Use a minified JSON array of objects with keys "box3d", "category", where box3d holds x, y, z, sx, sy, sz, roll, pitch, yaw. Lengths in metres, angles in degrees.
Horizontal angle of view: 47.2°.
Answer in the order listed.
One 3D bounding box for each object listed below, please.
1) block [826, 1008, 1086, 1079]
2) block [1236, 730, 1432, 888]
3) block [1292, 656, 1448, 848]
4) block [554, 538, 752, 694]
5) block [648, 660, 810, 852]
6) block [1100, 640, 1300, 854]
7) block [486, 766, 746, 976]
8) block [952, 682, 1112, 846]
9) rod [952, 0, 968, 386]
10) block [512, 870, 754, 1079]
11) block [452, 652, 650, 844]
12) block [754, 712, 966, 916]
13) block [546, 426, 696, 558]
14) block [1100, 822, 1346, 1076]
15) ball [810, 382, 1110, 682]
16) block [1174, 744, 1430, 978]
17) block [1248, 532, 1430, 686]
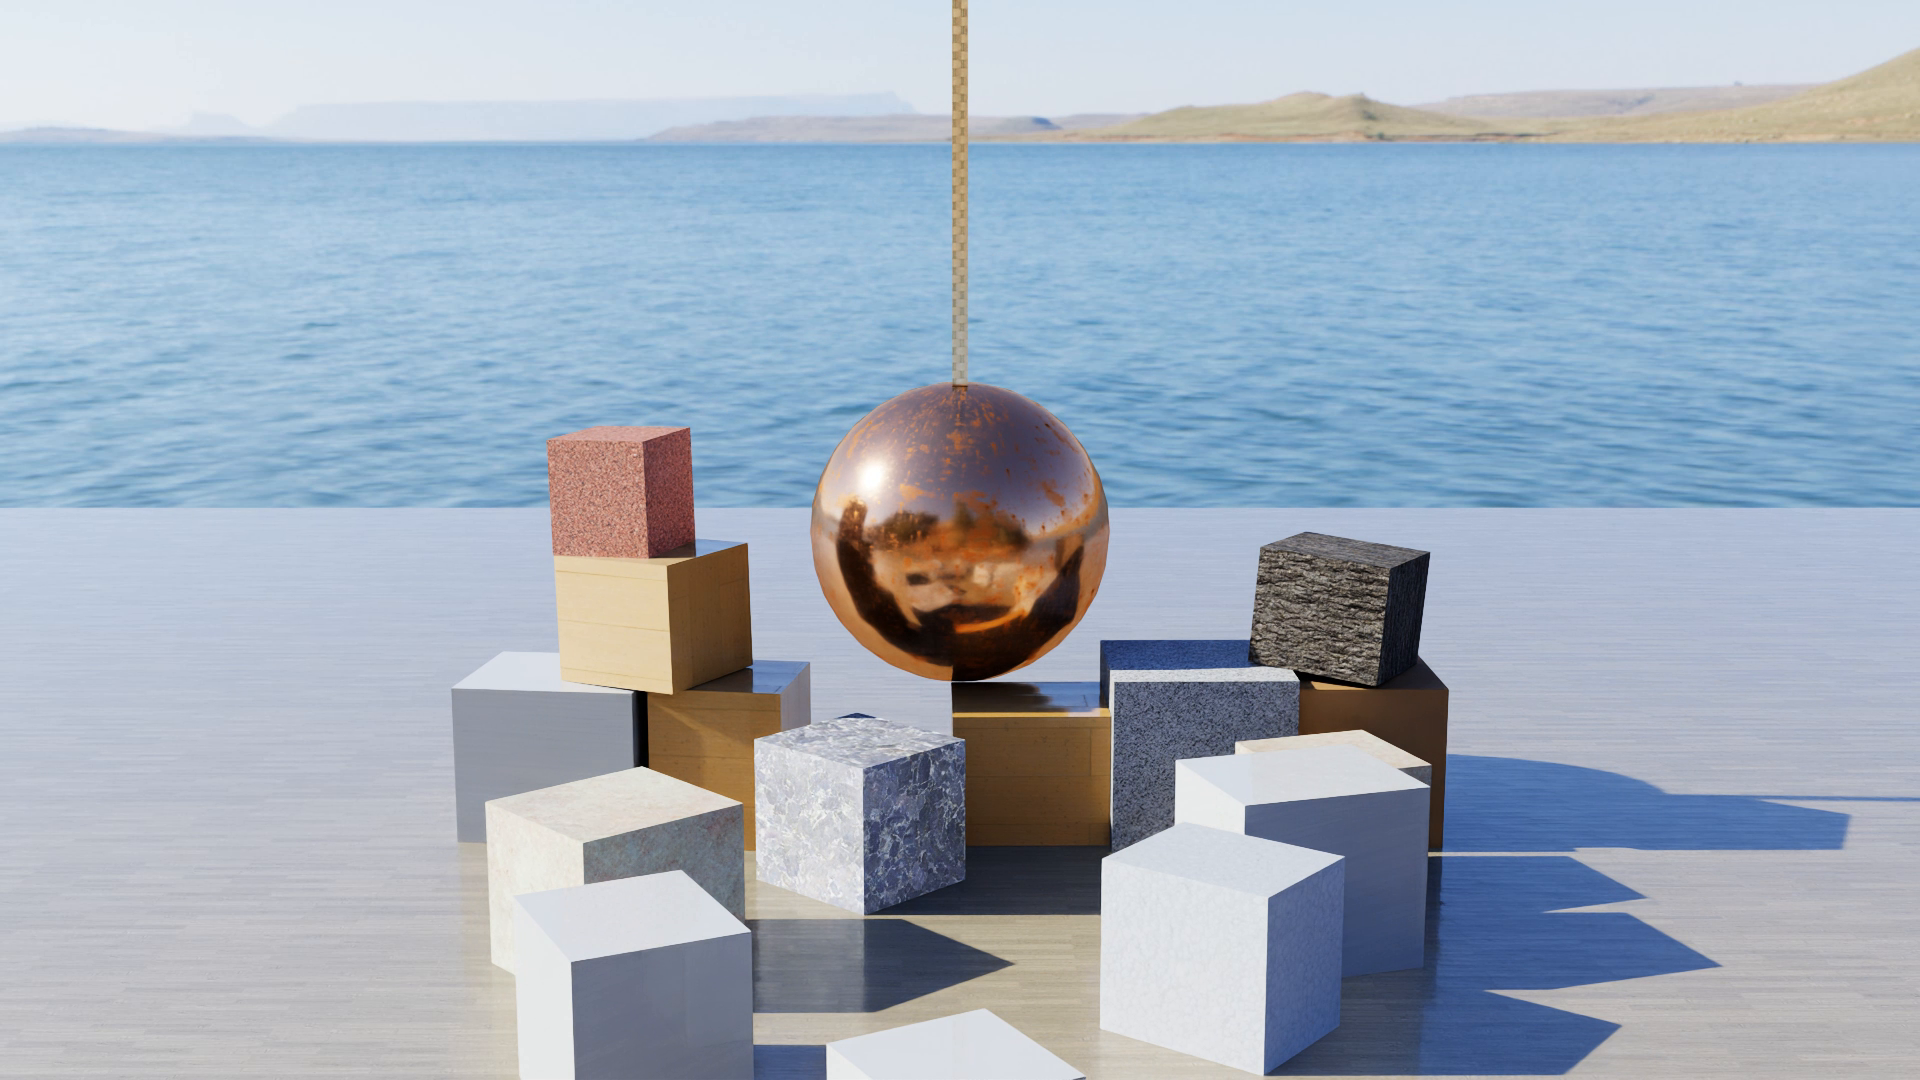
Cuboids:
[{"box3d":[-0.019,1.963,7.173,0.604,0.571,0.639,-6,12,-29],"category":"block"},{"box3d":[1.758,1.327,10.451,0.686,0.650,0.654,-4,11,-19],"category":"block"},{"box3d":[2.049,1.070,11.388,0.753,0.820,0.832,0,10,0],"category":"block"},{"box3d":[-1.556,0.363,11.217,0.704,0.644,0.684,4,12,30],"category":"block"},{"box3d":[-1.170,1.090,11.293,0.678,0.815,0.689,2,10,8],"category":"block"},{"box3d":[1.210,1.047,11.351,0.915,0.879,0.916,0,10,-1],"category":"block"},{"box3d":[-1.474,1.474,9.433,0.800,0.724,0.758,-9,14,-41],"category":"block"},{"box3d":[0.353,1.147,11.386,0.790,0.669,0.722,0,10,-1],"category":"block"},{"box3d":[0.000,-3.320,10.817,0.080,5.200,0.080,0,16,0],"category":"rod"},{"box3d":[-1.210,1.718,8.106,0.664,0.719,0.752,-5,11,-26],"category":"block"},{"box3d":[-2.038,1.074,11.413,0.925,0.803,0.809,1,10,7],"category":"block"},{"box3d":[-0.477,1.291,10.521,0.738,0.696,0.682,10,14,42],"category":"block"},{"box3d":[-1.717,-0.252,11.187,0.527,0.585,0.563,2,11,17],"category":"block"},{"box3d":[1.043,1.605,8.756,0.748,0.710,0.609,8,13,37],"category":"block"},{"box3d":[0.000,-0.044,11.727,1.600,1.600,1.600,0,10,0],"category":"ball"},{"box3d":[1.474,1.405,9.589,0.861,0.804,0.709,-3,11,-18],"category":"block"},{"box3d":[1.944,0.338,11.251,0.678,0.594,0.675,10,12,27],"category":"block"}]
